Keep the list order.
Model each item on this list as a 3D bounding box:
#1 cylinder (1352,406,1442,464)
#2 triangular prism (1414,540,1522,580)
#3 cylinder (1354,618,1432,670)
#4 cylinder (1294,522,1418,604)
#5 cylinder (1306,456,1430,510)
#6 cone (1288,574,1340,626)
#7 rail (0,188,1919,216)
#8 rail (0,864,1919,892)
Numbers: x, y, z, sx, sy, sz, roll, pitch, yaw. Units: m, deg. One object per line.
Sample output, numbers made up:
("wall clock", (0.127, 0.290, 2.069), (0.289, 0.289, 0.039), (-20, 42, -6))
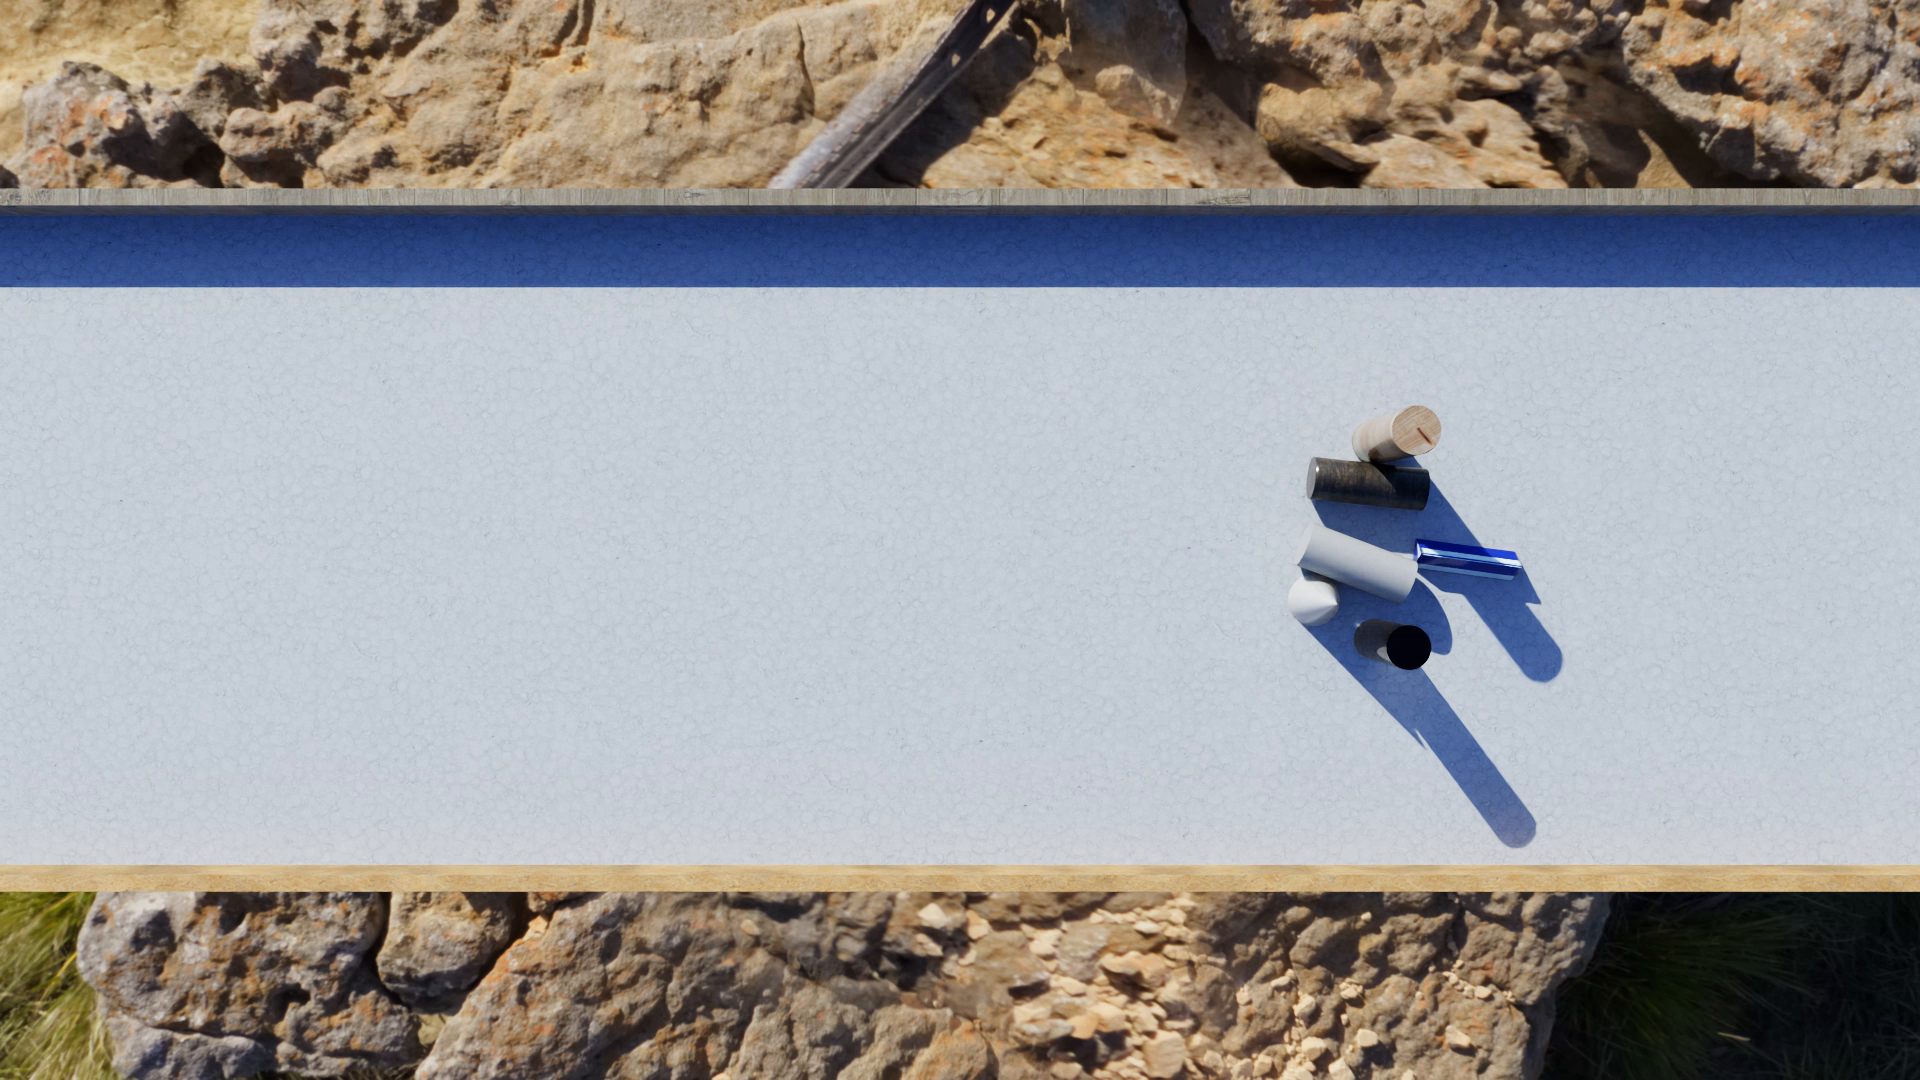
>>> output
("cylinder", (1.278, -0.305, 4.849), (0.139, 0.452, 0.139), (0, 89, -1))
("triangular prism", (1.550, 0.061, 5.036), (0.310, 0.077, 0.089), (8, 90, 0))
("cylinder", (1.276, 0.306, 4.882), (0.128, 0.388, 0.128), (0, 90, 0))
("cylinder", (1.201, 0.070, 5.007), (0.336, 0.139, 0.139), (21, 90, 0))
("cylinder", (1.238, -0.171, 5.011), (0.343, 0.130, 0.130), (6, 90, 0))
("cone", (1.089, 0.186, 4.919), (0.159, 0.315, 0.159), (0, 90, 0))
("rail", (-2.247, -1.025, 5.002), (12.000, 0.150, 0.050), (0, 90, 0))
("rail", (-2.247, 1.025, 5.001), (12.000, 0.150, 0.050), (0, 90, 0))
